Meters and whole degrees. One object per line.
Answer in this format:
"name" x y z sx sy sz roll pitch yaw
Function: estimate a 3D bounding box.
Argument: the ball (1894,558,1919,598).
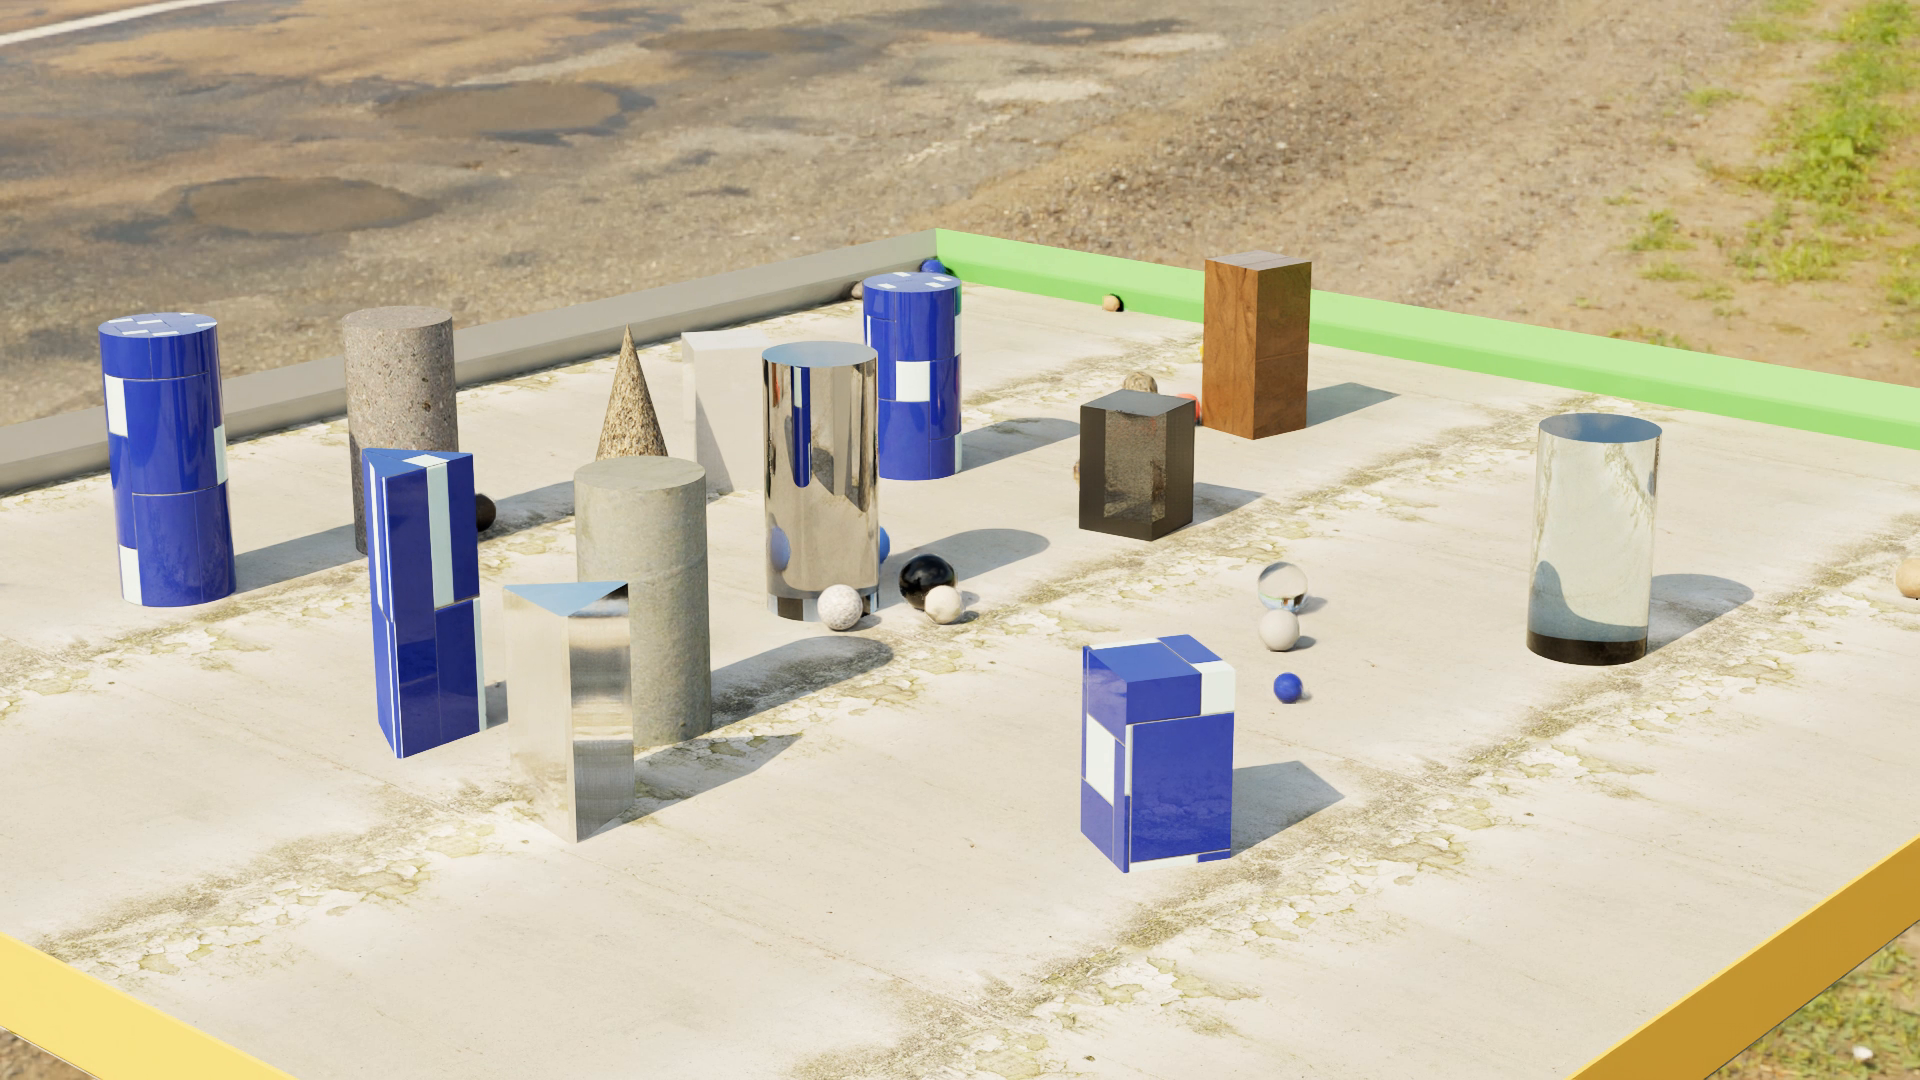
"ball" 1.667 0.066 5.112 0.070 0.070 0.070 0 17 0

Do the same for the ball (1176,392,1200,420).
"ball" 0.479 -0.279 6.257 0.070 0.070 0.070 0 17 0

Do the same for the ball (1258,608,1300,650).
"ball" 0.527 0.148 4.841 0.070 0.070 0.070 0 17 0

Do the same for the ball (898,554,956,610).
"ball" -0.056 0.072 5.043 0.099 0.099 0.099 0 17 0

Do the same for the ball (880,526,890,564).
"ball" -0.167 0.010 5.274 0.084 0.084 0.084 0 17 0

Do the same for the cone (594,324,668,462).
"cone" -0.625 -0.231 5.569 0.197 0.375 0.197 0 17 0

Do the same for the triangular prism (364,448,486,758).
"triangular prism" -0.837 0.085 4.414 0.148 0.436 0.171 14 22 38

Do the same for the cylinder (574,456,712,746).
"cylinder" -0.480 0.091 4.454 0.197 0.401 0.197 0 17 0

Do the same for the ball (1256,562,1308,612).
"ball" 0.553 0.081 5.028 0.089 0.089 0.089 0 17 0

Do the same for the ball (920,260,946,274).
"ball" -0.070 -0.700 7.657 0.067 0.067 0.067 0 17 0

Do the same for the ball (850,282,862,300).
"ball" -0.258 -0.635 7.480 0.044 0.044 0.044 0 17 0

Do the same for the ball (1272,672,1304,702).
"ball" 0.515 0.231 4.602 0.048 0.048 0.048 0 17 0

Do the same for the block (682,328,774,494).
"block" -0.457 -0.256 5.803 0.158 0.288 0.158 -4 17 -14

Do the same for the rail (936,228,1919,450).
"rail" 1.319 -0.406 6.574 3.704 0.128 0.045 14 22 39

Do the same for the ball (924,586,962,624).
"ball" -0.028 0.109 4.976 0.065 0.065 0.065 0 17 0

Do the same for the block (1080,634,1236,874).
"block" 0.269 0.290 4.015 0.158 0.273 0.158 -6 18 -19

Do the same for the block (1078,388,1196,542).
"block" 0.333 -0.142 5.510 0.158 0.239 0.158 11 20 32

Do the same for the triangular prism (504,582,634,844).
"triangular prism" -0.527 0.230 4.116 0.148 0.331 0.171 -12 21 -35

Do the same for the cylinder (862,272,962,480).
"cylinder" -0.095 -0.330 5.882 0.197 0.383 0.197 0 17 0

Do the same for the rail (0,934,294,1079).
"rail" -1.319 0.470 3.665 3.704 0.128 0.045 14 22 39

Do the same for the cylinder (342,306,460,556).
"cylinder" -1.019 -0.198 5.367 0.197 0.428 0.197 0 17 0

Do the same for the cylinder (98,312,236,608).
"cylinder" -1.373 -0.140 5.089 0.197 0.477 0.197 0 17 0

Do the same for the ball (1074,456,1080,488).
"ball" 0.268 -0.133 5.731 0.093 0.093 0.093 0 17 0

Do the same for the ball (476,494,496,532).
"ball" -0.907 -0.051 5.494 0.073 0.073 0.073 0 17 0

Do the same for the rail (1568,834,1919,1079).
"rail" 1.380 0.378 3.972 0.045 0.128 4.071 14 22 39

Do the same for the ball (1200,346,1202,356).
"ball" 0.580 -0.443 6.849 0.041 0.041 0.041 0 17 0

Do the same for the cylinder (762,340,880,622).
"cylinder" -0.237 -0.102 5.017 0.197 0.445 0.197 0 17 0

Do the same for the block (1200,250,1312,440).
"block" 0.625 -0.414 6.198 0.158 0.361 0.158 -13 21 -37

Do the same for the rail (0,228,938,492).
"rail" -1.380 -0.314 6.267 0.045 0.128 4.071 14 22 39

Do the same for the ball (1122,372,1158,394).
"ball" 0.392 -0.328 6.401 0.079 0.079 0.079 0 17 0

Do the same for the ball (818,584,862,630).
"ball" -0.202 0.113 4.943 0.077 0.077 0.077 0 17 0

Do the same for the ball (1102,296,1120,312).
"ball" 0.378 -0.592 7.344 0.042 0.042 0.042 0 17 0

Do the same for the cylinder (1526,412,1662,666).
"cylinder" 1.039 -0.003 4.811 0.197 0.375 0.197 0 17 0
